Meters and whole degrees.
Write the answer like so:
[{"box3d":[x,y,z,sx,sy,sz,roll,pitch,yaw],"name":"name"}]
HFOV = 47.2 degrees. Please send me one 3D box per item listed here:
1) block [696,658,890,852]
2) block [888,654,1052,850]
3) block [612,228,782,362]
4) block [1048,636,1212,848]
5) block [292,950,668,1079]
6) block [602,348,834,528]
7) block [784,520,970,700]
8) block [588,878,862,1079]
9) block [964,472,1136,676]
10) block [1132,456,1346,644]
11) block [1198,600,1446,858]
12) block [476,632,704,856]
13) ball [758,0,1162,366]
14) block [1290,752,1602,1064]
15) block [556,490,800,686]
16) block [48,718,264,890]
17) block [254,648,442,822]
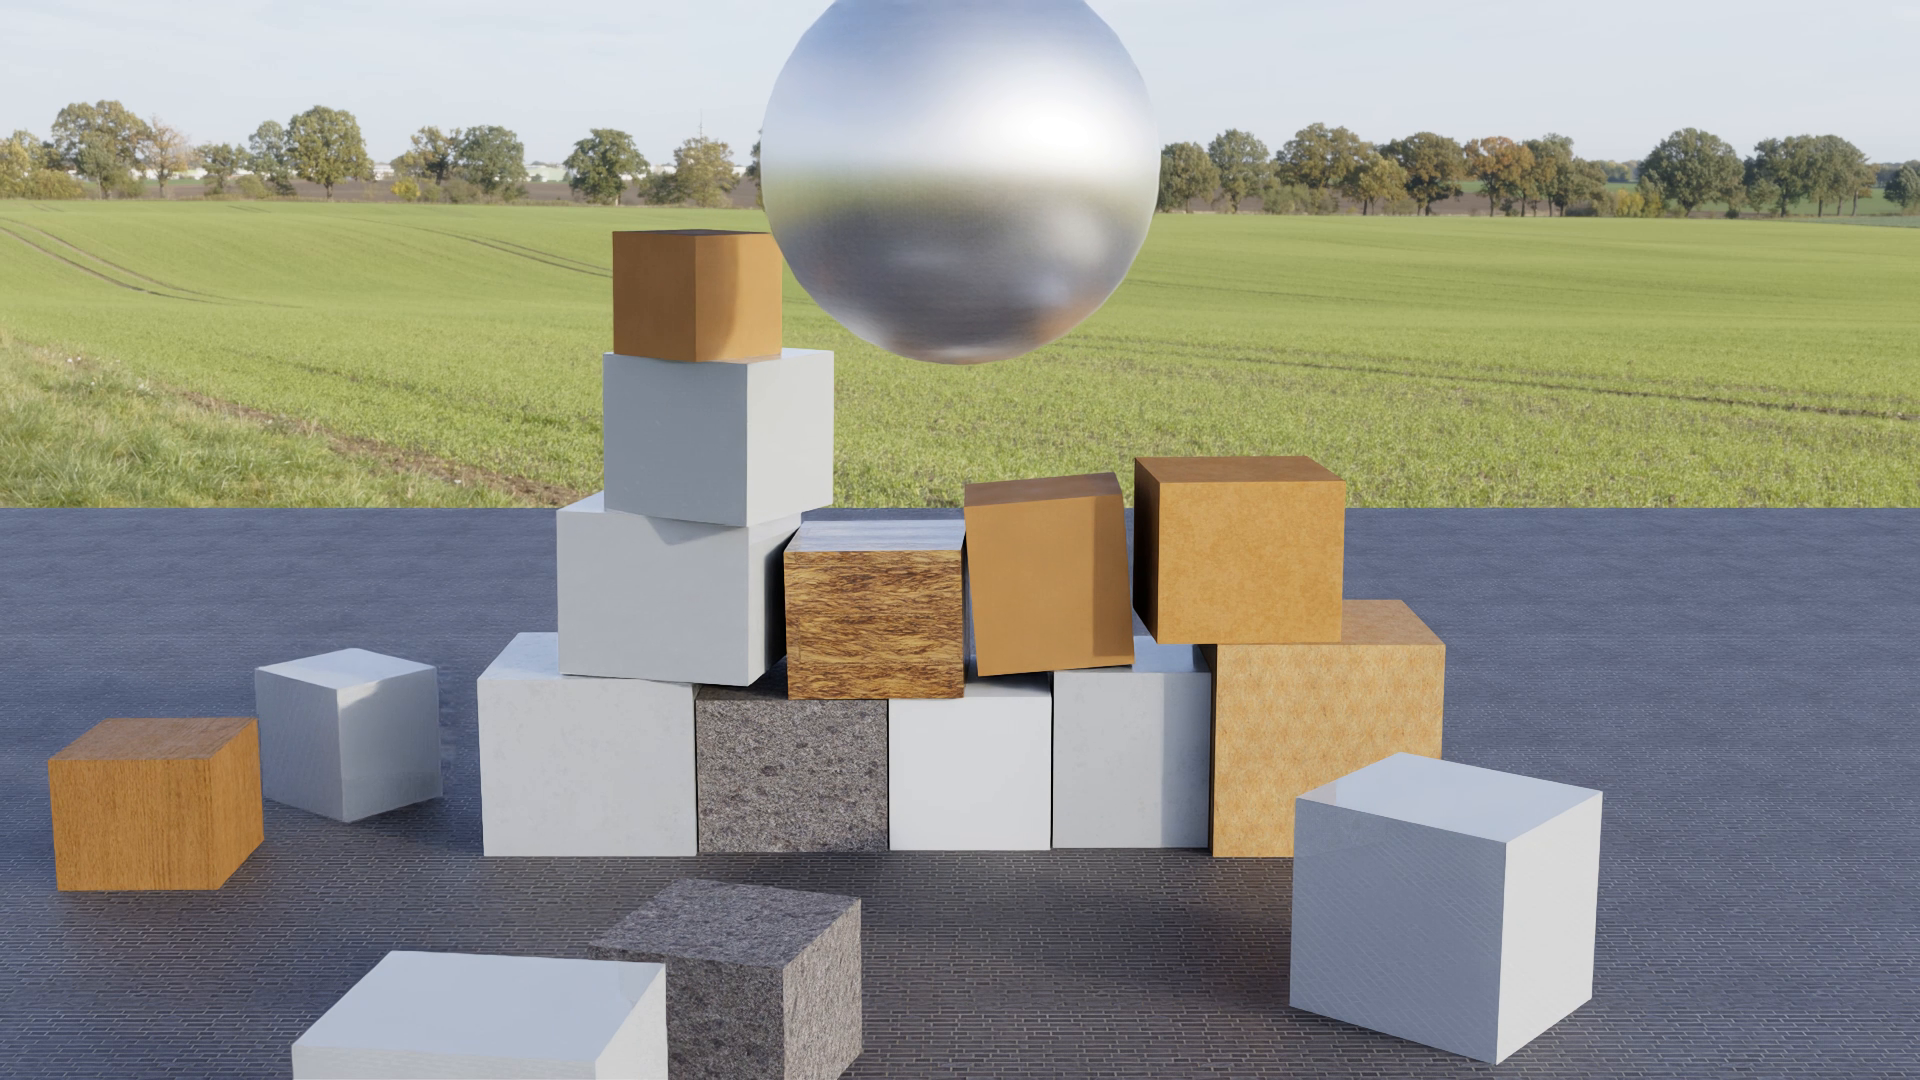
[{"box3d":[-0.832,1.093,11.376,0.941,0.779,0.930,0,10,0],"name":"block"},{"box3d":[0.050,1.085,11.395,0.804,0.789,0.911,0,10,0],"name":"block"},{"box3d":[-1.261,-1.188,10.590,0.536,0.582,0.610,9,13,35],"name":"block"},{"box3d":[0.855,1.029,11.383,0.780,0.902,0.822,0,10,0],"name":"block"},{"box3d":[-1.475,1.863,6.934,0.930,0.854,0.785,1,10,7],"name":"block"},{"box3d":[-1.179,-0.539,10.806,0.822,0.768,0.795,6,12,26],"name":"block"},{"box3d":[-0.403,0.340,11.213,0.867,0.743,0.869,-1,10,3],"name":"block"},{"box3d":[-0.866,1.732,8.278,0.764,0.630,0.783,3,11,18],"name":"block"},{"box3d":[0.450,0.161,11.233,0.784,0.859,0.728,-5,10,2],"name":"block"},{"box3d":[1.389,0.034,11.121,0.907,0.797,0.873,-1,10,-4],"name":"block"},{"box3d":[1.810,0.946,11.347,1.113,1.078,1.076,0,10,0],"name":"block"},{"box3d":[-1.839,1.033,11.360,1.051,0.903,1.046,0,10,0],"name":"block"},{"box3d":[0.000,-1.501,8.783,1.600,1.600,1.600,0,10,0],"name":"ball"},{"box3d":[1.986,1.469,8.997,0.921,0.890,0.869,8,13,39],"name":"block"},{"box3d":[-1.402,0.201,11.133,0.971,0.813,0.953,3,10,11],"name":"block"},{"box3d":[-3.908,1.278,10.746,0.754,0.641,0.762,0,10,-1],"name":"block"},{"box3d":[-3.295,1.037,11.860,0.733,0.716,0.636,8,13,38],"name":"block"}]
